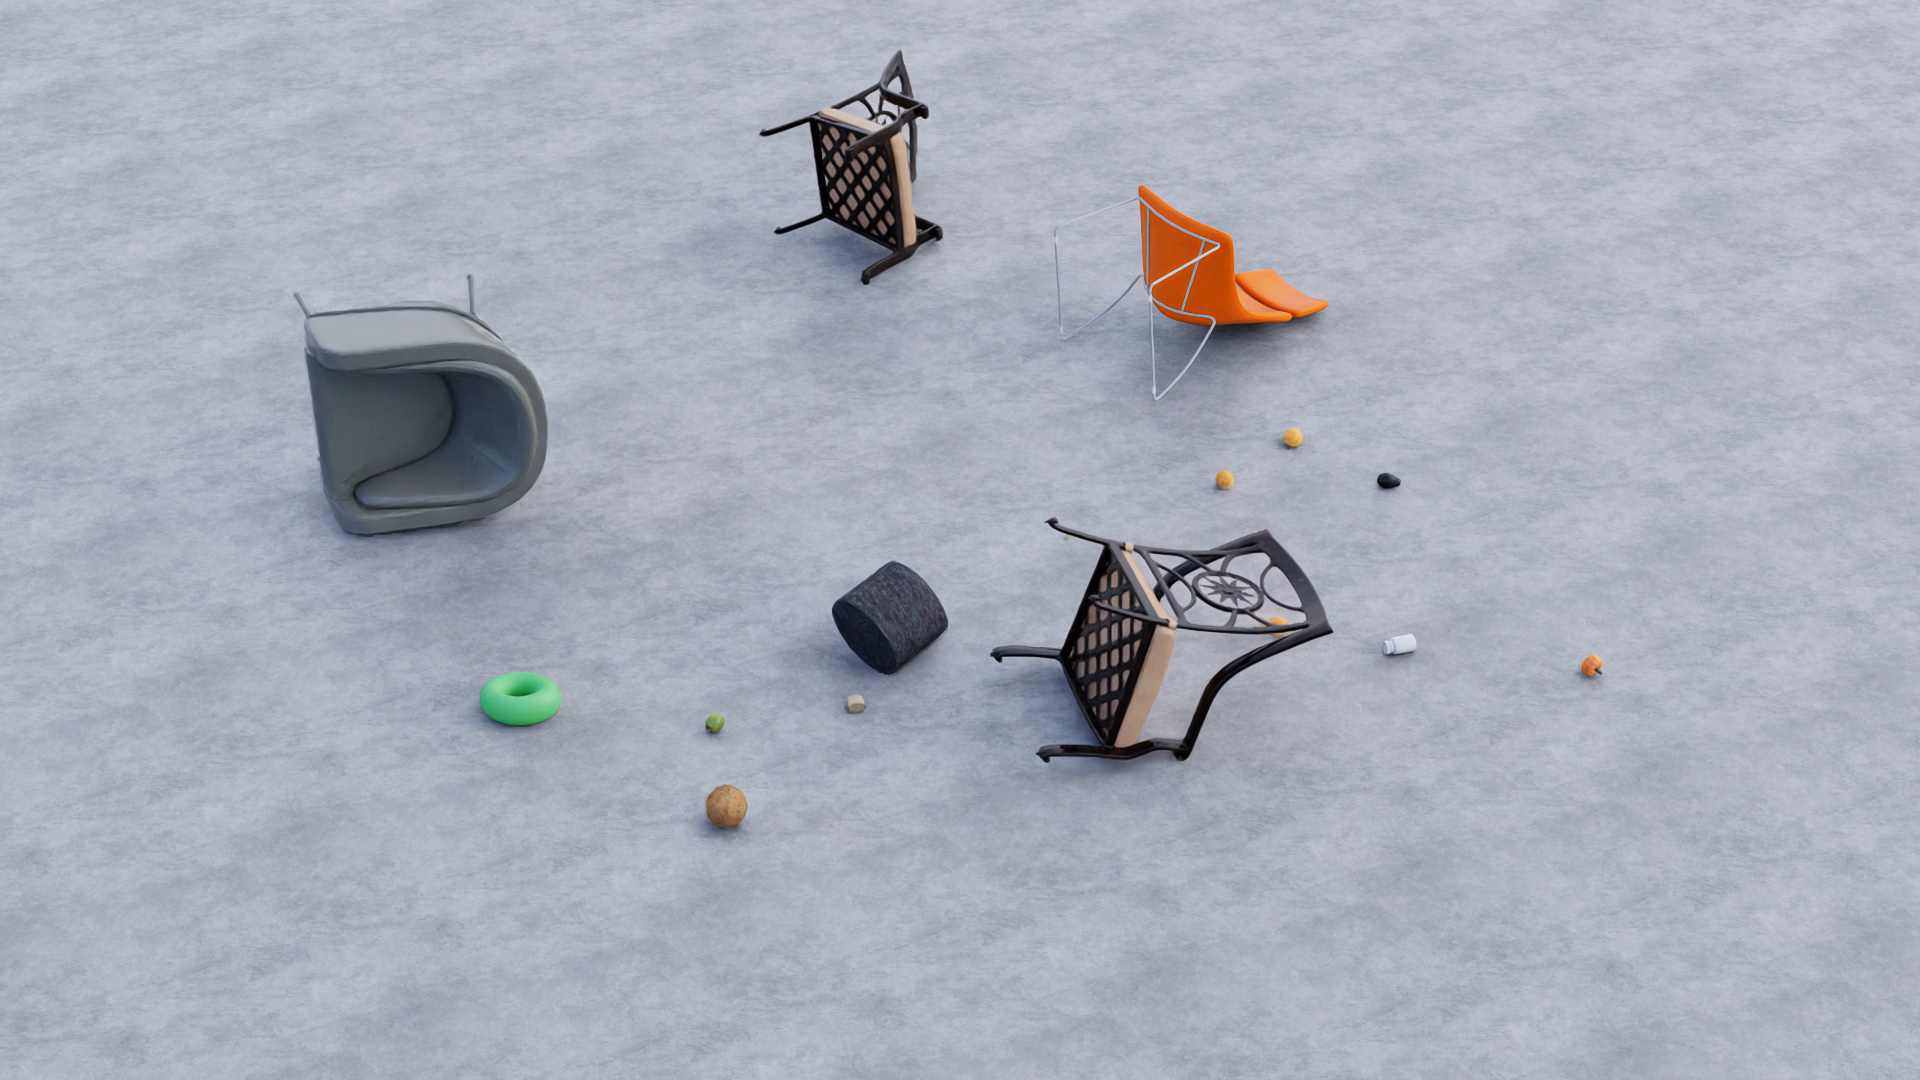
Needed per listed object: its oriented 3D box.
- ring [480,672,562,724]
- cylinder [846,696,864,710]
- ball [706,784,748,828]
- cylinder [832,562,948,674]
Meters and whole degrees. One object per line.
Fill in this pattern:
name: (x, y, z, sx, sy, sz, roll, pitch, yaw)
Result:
ring: (-1.503, 0.542, 10.025, 0.282, 0.109, 0.220, 3, 32, 6)
cylinder: (-0.358, 0.561, 10.060, 0.060, 0.036, 0.051, 10, 11, -7)
ball: (-0.758, 0.863, 9.511, 0.136, 0.136, 0.136, 0, 33, 0)
cylinder: (-0.245, 0.272, 10.312, 0.320, 0.186, 0.304, 49, 47, 3)
